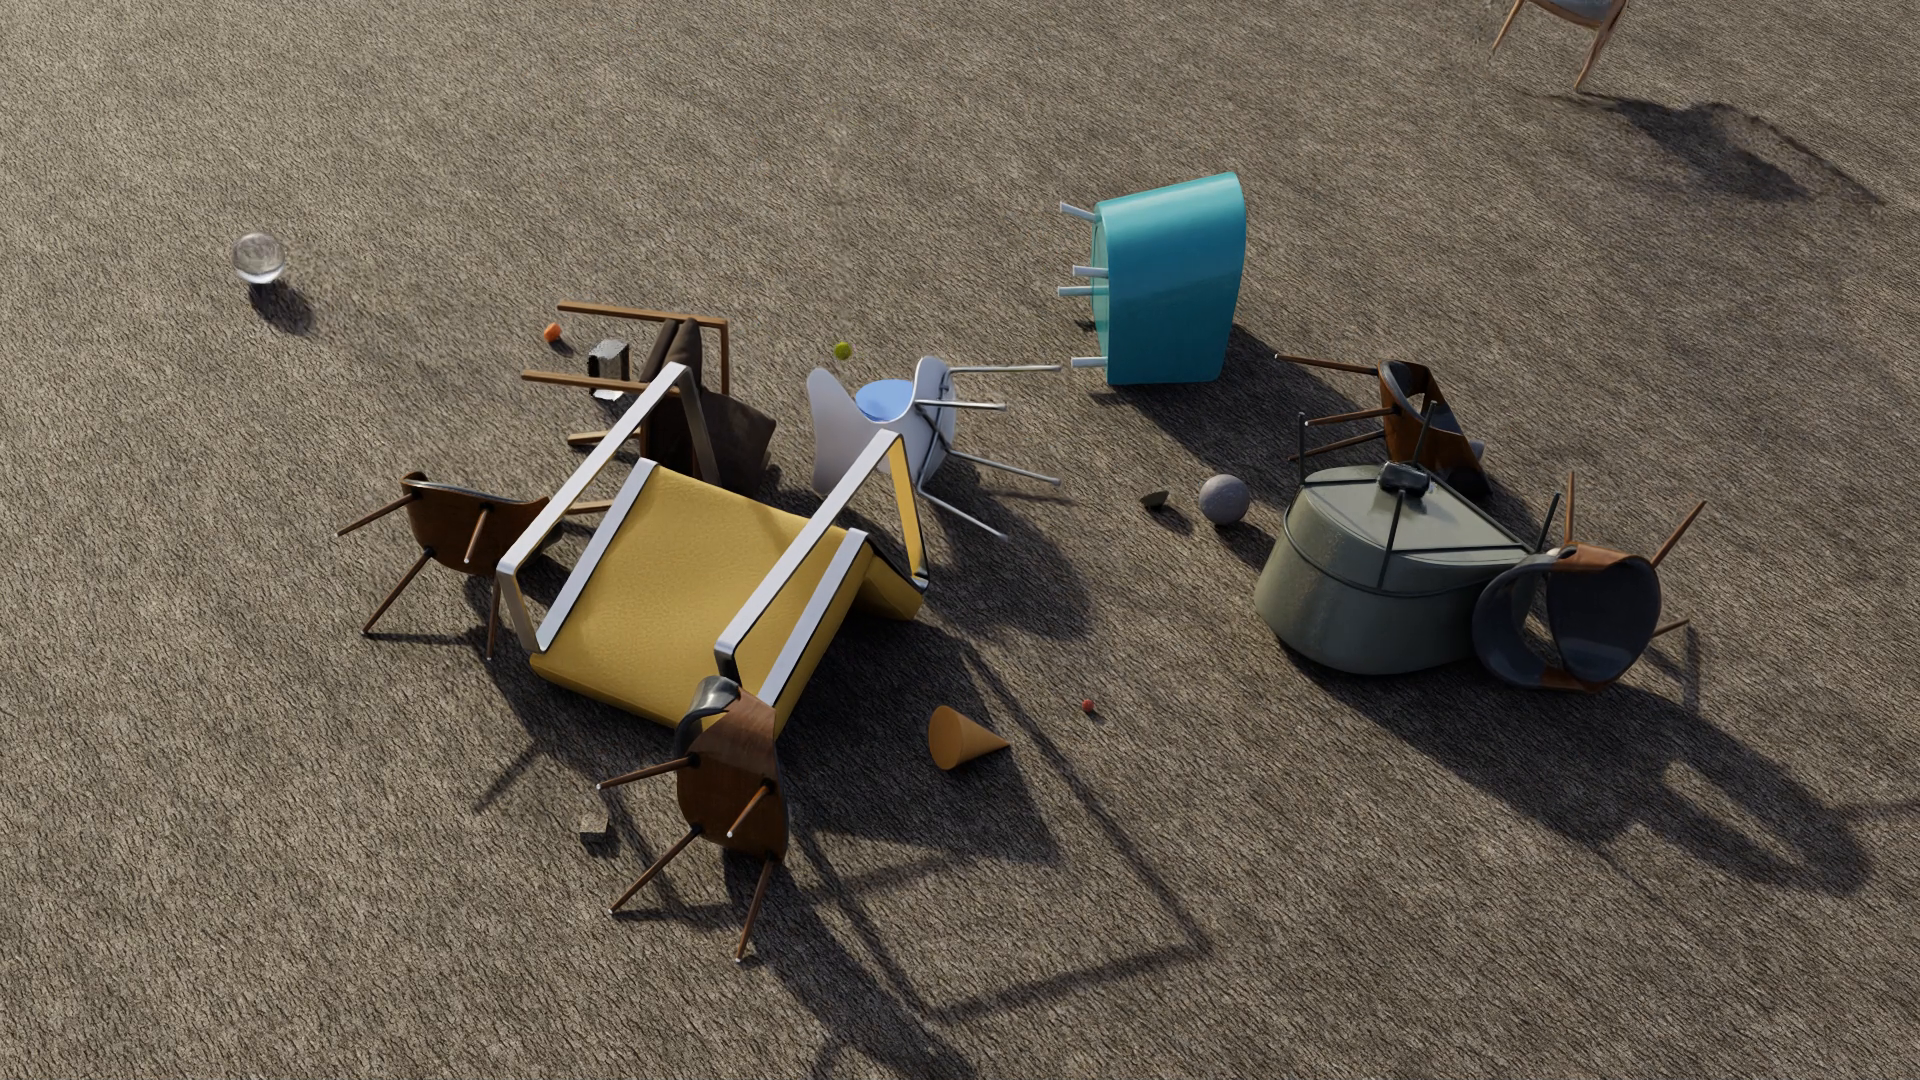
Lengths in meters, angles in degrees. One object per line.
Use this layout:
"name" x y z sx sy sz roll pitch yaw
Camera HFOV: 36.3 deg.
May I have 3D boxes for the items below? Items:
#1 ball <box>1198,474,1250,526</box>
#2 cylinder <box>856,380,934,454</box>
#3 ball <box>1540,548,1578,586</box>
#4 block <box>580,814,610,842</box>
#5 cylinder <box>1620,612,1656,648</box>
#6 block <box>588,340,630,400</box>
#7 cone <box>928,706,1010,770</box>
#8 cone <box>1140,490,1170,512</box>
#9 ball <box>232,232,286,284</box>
"ball" 0.992 -0.151 11.001 0.191 0.191 0.191 0 33 0
"cylinder" -0.258 -0.486 11.539 0.298 0.157 0.318 -23 40 -31
"ball" 2.179 0.097 10.673 0.137 0.137 0.137 0 33 0
"block" -1.183 0.933 9.490 0.083 0.041 0.091 1 33 1
"cylinder" 2.394 0.317 10.362 0.063 0.111 0.113 -18 0 -25
"block" -1.413 -0.684 11.808 0.109 0.189 0.136 12 34 18
"cone" 0.061 0.675 9.836 0.256 0.199 0.256 8 25 -28
"cone" 0.746 -0.133 11.108 0.119 0.107 0.067 -19 75 10
"ball" -3.010 -1.209 12.576 0.224 0.224 0.224 0 33 0
